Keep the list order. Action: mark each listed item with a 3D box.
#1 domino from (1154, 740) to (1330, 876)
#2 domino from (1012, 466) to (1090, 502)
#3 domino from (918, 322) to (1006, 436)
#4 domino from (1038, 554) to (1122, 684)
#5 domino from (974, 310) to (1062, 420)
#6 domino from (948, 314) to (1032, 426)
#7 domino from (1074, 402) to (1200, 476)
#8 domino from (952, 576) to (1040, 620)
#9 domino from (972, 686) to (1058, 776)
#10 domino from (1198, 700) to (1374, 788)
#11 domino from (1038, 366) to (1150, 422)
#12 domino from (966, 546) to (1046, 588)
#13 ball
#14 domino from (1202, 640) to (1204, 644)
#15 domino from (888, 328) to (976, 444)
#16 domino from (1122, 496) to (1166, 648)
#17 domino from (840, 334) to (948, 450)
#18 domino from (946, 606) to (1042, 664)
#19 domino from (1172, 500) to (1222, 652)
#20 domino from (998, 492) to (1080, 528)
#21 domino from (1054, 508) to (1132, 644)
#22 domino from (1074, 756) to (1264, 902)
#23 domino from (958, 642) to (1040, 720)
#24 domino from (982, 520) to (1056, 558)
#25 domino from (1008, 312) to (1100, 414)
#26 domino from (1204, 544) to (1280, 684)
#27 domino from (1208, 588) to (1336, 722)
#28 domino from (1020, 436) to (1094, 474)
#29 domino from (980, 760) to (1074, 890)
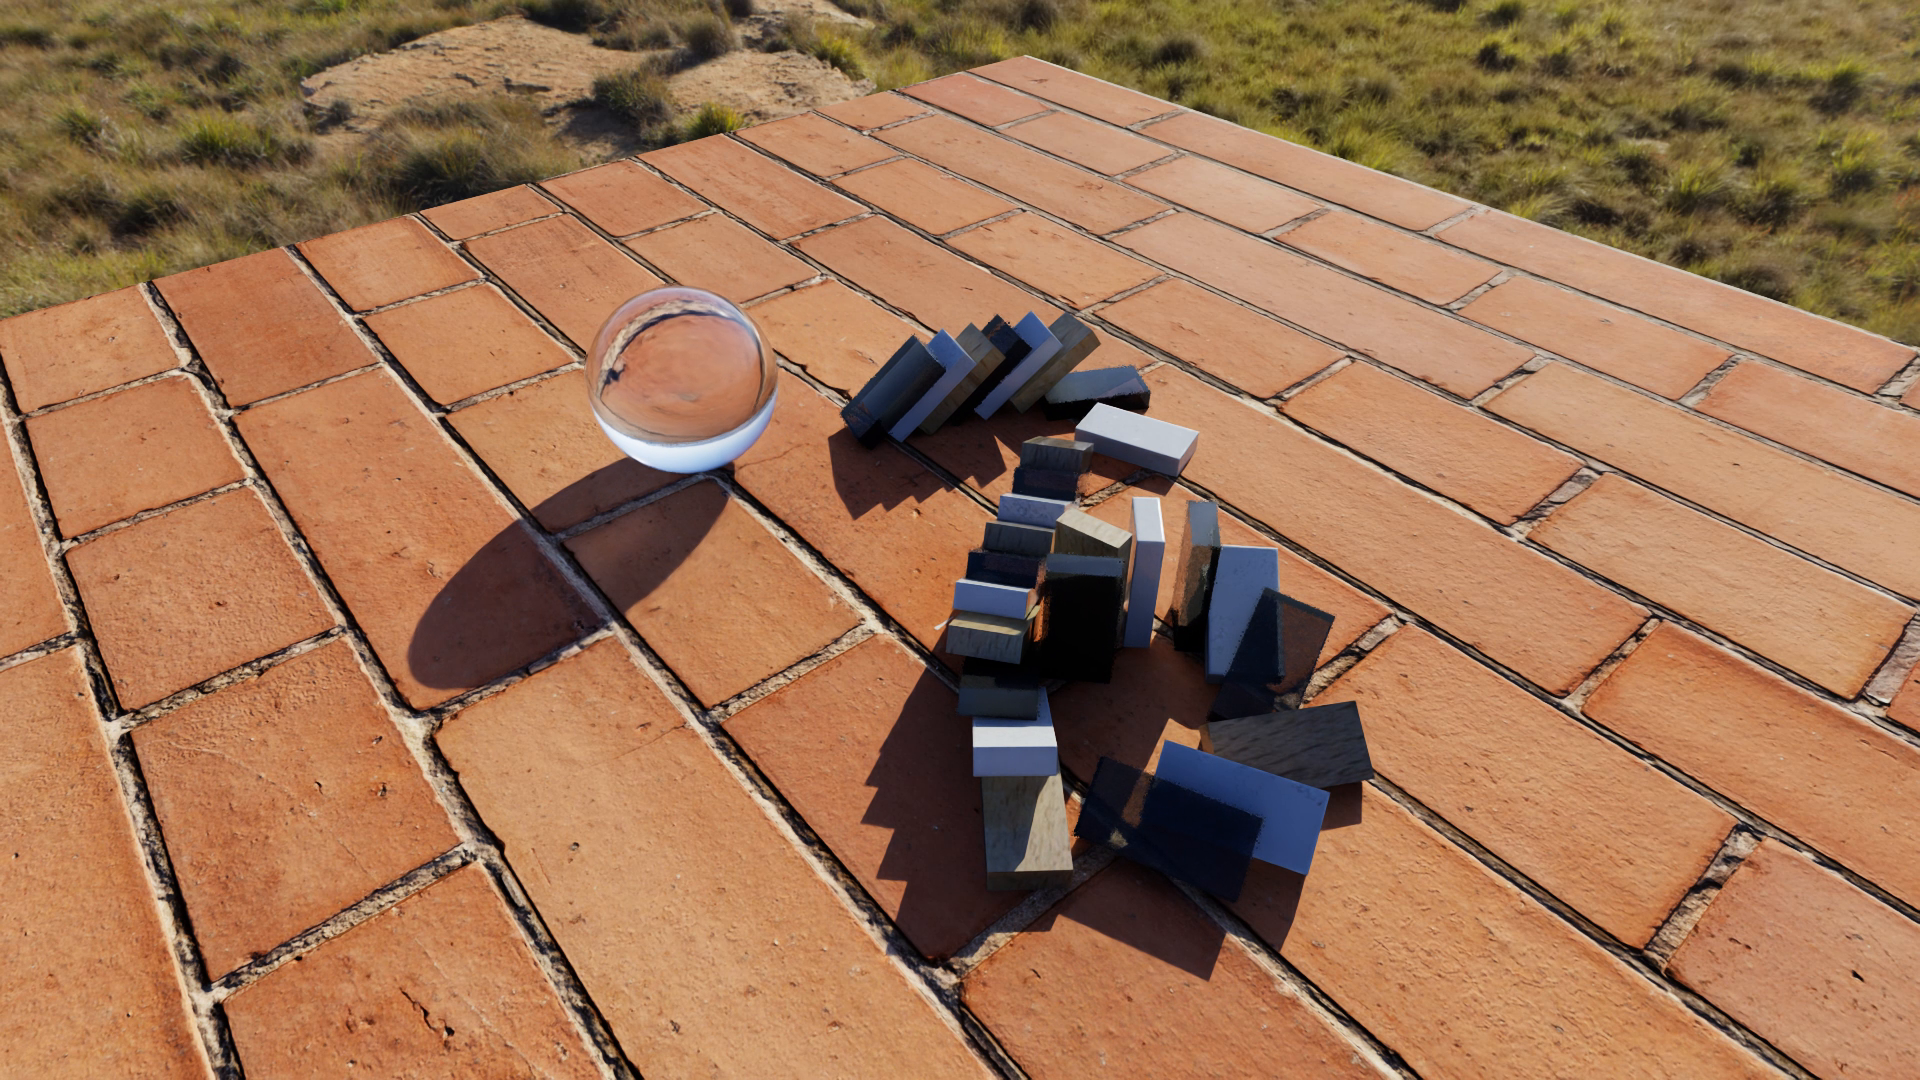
[{"bbox_3d":[0.083,0.081,0.334,0.050,0.010,0.025,16,82,18],"label":"domino"},{"bbox_3d":[0.038,-0.025,0.455,0.025,0.010,0.050,9,10,11],"label":"domino"},{"bbox_3d":[-0.004,-0.075,0.511,0.050,0.010,0.025,-45,44,10],"label":"domino"},{"bbox_3d":[0.041,0.028,0.378,0.025,0.050,0.009,4,40,5],"label":"domino"},{"bbox_3d":[0.023,-0.083,0.520,0.050,0.010,0.025,-43,42,13],"label":"domino"},{"bbox_3d":[0.008,-0.080,0.517,0.050,0.010,0.025,-45,44,10],"label":"domino"},{"bbox_3d":[0.080,-0.046,0.500,0.050,0.010,0.025,20,43,22],"label":"domino"},{"bbox_3d":[0.014,0.019,0.400,0.025,0.010,0.050,8,6,9],"label":"domino"},{"bbox_3d":[0.017,0.061,0.353,0.025,0.010,0.050,-1,13,0],"label":"domino"},{"bbox_3d":[0.104,0.068,0.351,0.050,0.009,0.025,-7,75,-9],"label":"domino"},{"bbox_3d":[0.063,-0.071,0.530,0.050,0.009,0.025,-8,40,-10],"label":"domino"},{"bbox_3d":[0.020,0.009,0.410,0.025,0.010,0.050,8,6,12],"label":"domino"},{"bbox_3d":[-0.118,-0.068,0.471,0.080,0.080,0.080,0,39,0],"label":"ball"},{"bbox_3d":[0.104,0.023,0.416,0.025,0.010,0.050,4,40,5],"label":"domino"},{"bbox_3d":[-0.018,-0.071,0.506,0.050,0.010,0.025,-45,44,10],"label":"domino"},{"bbox_3d":[0.065,0.012,0.397,0.010,0.050,0.025,2,39,3],"label":"domino"},{"bbox_3d":[-0.031,-0.067,0.502,0.050,0.010,0.025,-45,44,10],"label":"domino"},{"bbox_3d":[0.013,0.031,0.387,0.025,0.010,0.050,8,10,10],"label":"domino"},{"bbox_3d":[0.084,0.014,0.395,0.010,0.050,0.025,4,39,5],"label":"domino"},{"bbox_3d":[0.032,-0.013,0.440,0.025,0.010,0.050,9,8,12],"label":"domino"},{"bbox_3d":[0.046,0.015,0.393,0.025,0.050,0.009,26,46,28],"label":"domino"},{"bbox_3d":[0.062,0.086,0.328,0.050,0.009,0.025,18,82,21],"label":"domino"},{"bbox_3d":[0.014,0.046,0.371,0.025,0.009,0.050,3,13,4],"label":"domino"},{"bbox_3d":[0.027,-0.002,0.424,0.025,0.010,0.050,9,6,12],"label":"domino"},{"bbox_3d":[0.040,-0.085,0.526,0.050,0.010,0.025,-41,41,2],"label":"domino"},{"bbox_3d":[0.101,0.027,0.392,0.025,0.010,0.050,3,64,5],"label":"domino"},{"bbox_3d":[0.106,0.043,0.373,0.025,0.009,0.050,24,67,14],"label":"domino"},{"bbox_3d":[0.042,-0.037,0.469,0.025,0.009,0.050,9,10,10],"label":"domino"},{"bbox_3d":[0.020,0.084,0.341,0.025,0.010,0.050,-1,39,-2],"label":"domino"}]
